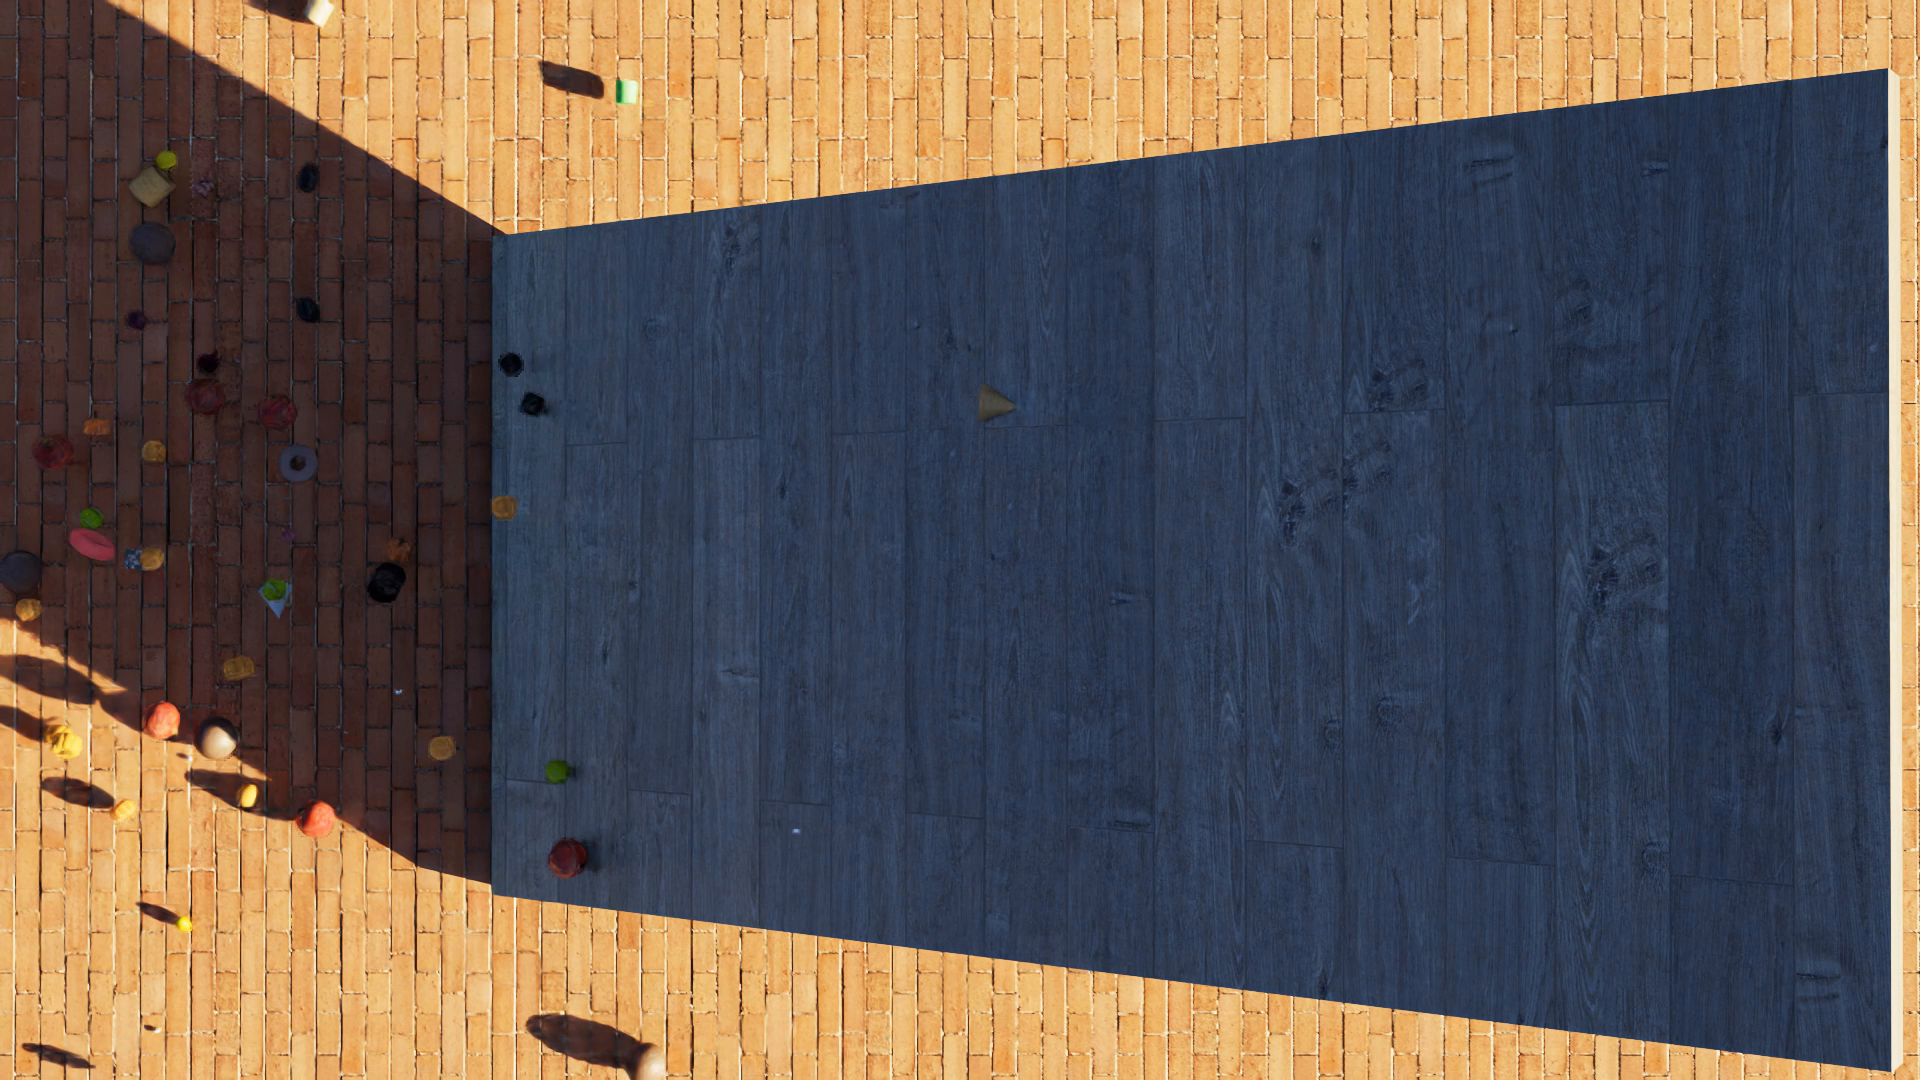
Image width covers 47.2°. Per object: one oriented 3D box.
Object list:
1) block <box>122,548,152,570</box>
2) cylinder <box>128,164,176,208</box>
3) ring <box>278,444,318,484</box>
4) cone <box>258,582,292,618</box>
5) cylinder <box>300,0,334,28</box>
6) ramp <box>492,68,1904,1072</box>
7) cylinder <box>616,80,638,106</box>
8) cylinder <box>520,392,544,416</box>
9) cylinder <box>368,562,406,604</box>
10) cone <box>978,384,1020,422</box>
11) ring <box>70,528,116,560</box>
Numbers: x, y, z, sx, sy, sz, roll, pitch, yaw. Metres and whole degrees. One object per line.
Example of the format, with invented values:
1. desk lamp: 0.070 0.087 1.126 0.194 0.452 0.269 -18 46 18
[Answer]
1. block: -2.518 0.060 6.730 0.058 0.058 0.058 12 90 0
2. cylinder: -2.469 -1.080 6.716 0.098 0.098 0.098 -41 90 0
3. ring: -2.028 -0.235 6.741 0.122 0.041 0.122 0 89 2
4. cone: -2.092 0.197 6.736 0.100 0.100 0.100 3 116 0
5. cylinder: -1.966 -1.618 6.730 0.074 0.074 0.074 29 90 0
6. ramp: 0.244 0.067 5.569 4.000 0.100 2.000 0 89 35
7. cylinder: -1.018 -1.364 6.708 0.065 0.065 0.065 1 93 0
8. cylinder: -1.273 -0.404 6.536 0.054 0.054 0.054 28 82 0
9. cylinder: -1.743 0.131 6.687 0.091 0.091 0.091 16 52 -21
10. cone: 0.102 -0.342 5.584 0.098 0.098 0.098 6 90 8
11. ring: -2.607 0.013 6.610 0.143 0.143 0.048 30 98 0
